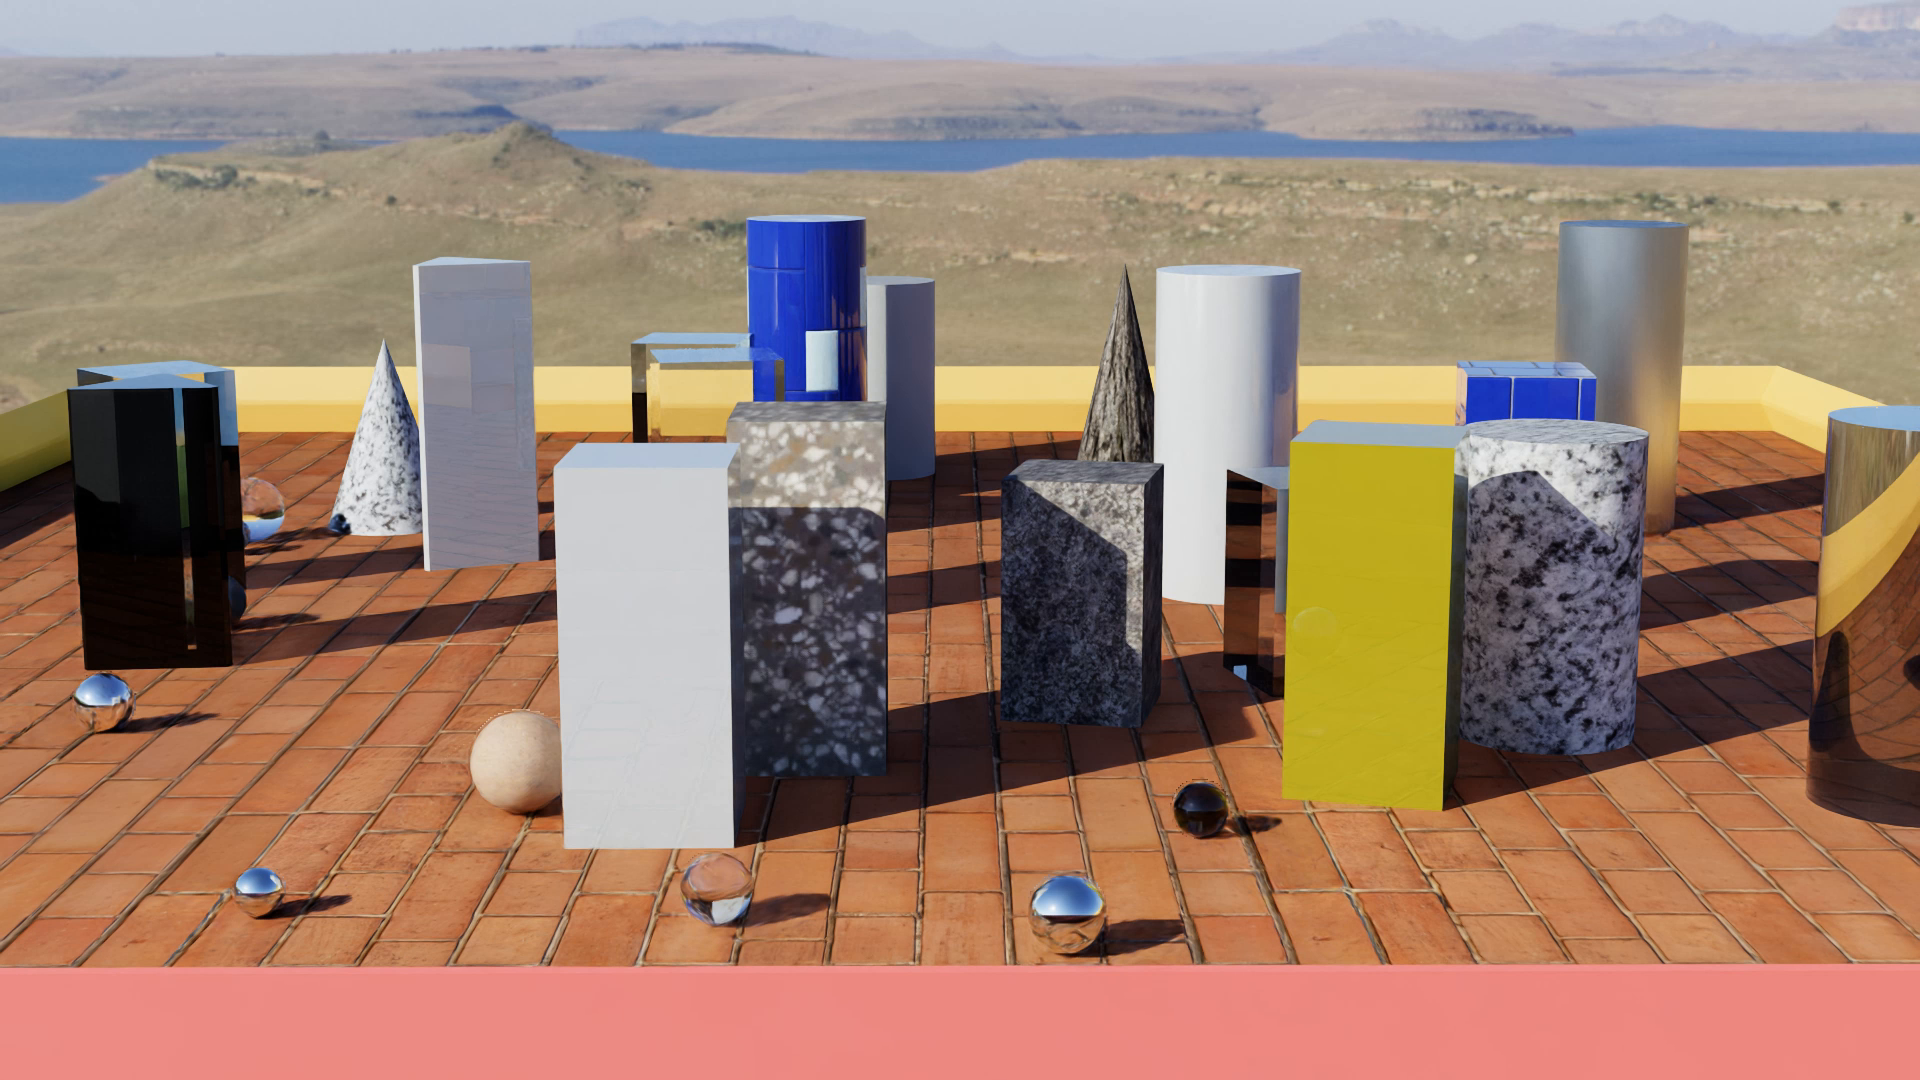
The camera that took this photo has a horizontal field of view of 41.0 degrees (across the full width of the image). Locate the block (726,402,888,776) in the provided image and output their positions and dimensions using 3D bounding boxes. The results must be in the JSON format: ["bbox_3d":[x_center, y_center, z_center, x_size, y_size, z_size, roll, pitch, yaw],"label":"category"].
[{"bbox_3d":[-0.158,0.048,2.709,0.160,0.371,0.160,0,10,-1],"label":"block"}]

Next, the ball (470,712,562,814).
[{"bbox_3d":[-0.433,0.219,2.531,0.100,0.100,0.100,0,10,0],"label":"ball"}]

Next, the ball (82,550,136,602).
[{"bbox_3d":[-1.155,0.048,3.487,0.070,0.070,0.070,0,10,0],"label":"ball"}]

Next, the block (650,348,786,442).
[{"bbox_3d":[-0.319,-0.068,3.382,0.160,0.354,0.160,-2,11,-11],"label":"block"}]

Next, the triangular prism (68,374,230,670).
[{"bbox_3d":[-0.991,-0.026,3.184,0.173,0.345,0.150,-1,11,-7],"label":"triangular prism"}]

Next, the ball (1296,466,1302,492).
[{"bbox_3d":[0.550,-0.104,4.374,0.065,0.065,0.065,0,10,0],"label":"ball"}]

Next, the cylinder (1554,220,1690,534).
[{"bbox_3d":[1.048,-0.263,4.091,0.199,0.480,0.199,0,10,0],"label":"cylinder"}]

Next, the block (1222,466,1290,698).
[{"bbox_3d":[0.421,0.045,3.072,0.160,0.246,0.160,-3,11,-15],"label":"block"}]

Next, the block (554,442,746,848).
[{"bbox_3d":[-0.294,0.098,2.464,0.160,0.363,0.160,0,10,-1],"label":"block"}]

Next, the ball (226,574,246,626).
[{"bbox_3d":[-0.971,0.080,3.357,0.073,0.073,0.073,0,10,0],"label":"ball"}]

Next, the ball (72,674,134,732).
[{"bbox_3d":[-0.948,0.180,2.839,0.065,0.065,0.065,0,10,0],"label":"ball"}]

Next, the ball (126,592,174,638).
[{"bbox_3d":[-1.044,0.097,3.305,0.059,0.059,0.059,0,10,0],"label":"ball"}]

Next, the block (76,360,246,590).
[{"bbox_3d":[-1.119,-0.085,3.598,0.160,0.310,0.160,-9,14,-40],"label":"block"}]

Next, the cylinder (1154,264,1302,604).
[{"bbox_3d":[0.370,-0.150,3.568,0.199,0.449,0.199,0,10,0],"label":"cylinder"}]

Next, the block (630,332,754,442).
[{"bbox_3d":[-0.406,-0.152,3.939,0.160,0.317,0.160,1,11,5],"label":"block"}]

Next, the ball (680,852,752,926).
[{"bbox_3d":[-0.209,0.299,2.202,0.062,0.062,0.062,0,10,0],"label":"ball"}]

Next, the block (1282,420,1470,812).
[{"bbox_3d":[0.423,0.072,2.604,0.160,0.363,0.160,3,11,16],"label":"block"}]

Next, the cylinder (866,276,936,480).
[{"bbox_3d":[-0.145,-0.294,4.628,0.199,0.348,0.199,0,10,0],"label":"cylinder"}]

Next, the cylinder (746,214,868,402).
[{"bbox_3d":[-0.255,-0.300,4.302,0.199,0.477,0.199,0,10,0],"label":"cylinder"}]

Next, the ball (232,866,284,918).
[{"bbox_3d":[-0.608,0.305,2.223,0.043,0.043,0.043,0,10,0],"label":"ball"}]

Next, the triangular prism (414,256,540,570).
[{"bbox_3d":[-0.737,-0.193,3.811,0.173,0.444,0.150,-5,12,-27],"label":"triangular prism"}]

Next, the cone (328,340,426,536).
[{"bbox_3d":[-0.914,-0.173,4.099,0.199,0.301,0.199,0,10,0],"label":"cone"}]

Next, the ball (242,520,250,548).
[{"bbox_3d":[-1.101,-0.007,3.869,0.059,0.059,0.059,0,10,0],"label":"ball"}]

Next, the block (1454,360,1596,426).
[{"bbox_3d":[0.728,-0.053,3.338,0.160,0.342,0.160,1,11,6],"label":"block"}]

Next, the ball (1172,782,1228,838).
[{"bbox_3d":[0.230,0.258,2.452,0.053,0.053,0.053,0,10,0],"label":"ball"}]

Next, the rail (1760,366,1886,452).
[{"bbox_3d":[1.634,0.032,3.458,0.045,0.130,3.494,0,10,0],"label":"rail"}]

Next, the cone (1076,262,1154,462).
[{"bbox_3d":[0.255,-0.221,4.011,0.199,0.427,0.199,0,10,0],"label":"cone"}]

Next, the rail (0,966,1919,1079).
[{"bbox_3d":[0.010,0.347,1.754,3.315,0.130,0.045,0,10,0],"label":"rail"}]

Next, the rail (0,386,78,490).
[{"bbox_3d":[-1.634,0.035,3.439,0.045,0.130,3.494,0,10,0],"label":"rail"}]

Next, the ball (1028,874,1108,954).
[{"bbox_3d":[0.089,0.311,2.129,0.066,0.066,0.066,0,10,0],"label":"ball"}]

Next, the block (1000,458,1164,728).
[{"bbox_3d":[0.141,0.057,2.926,0.160,0.274,0.160,2,11,12],"label":"block"}]

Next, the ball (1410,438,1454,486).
[{"bbox_3d":[0.832,-0.137,4.508,0.082,0.082,0.082,0,10,0],"label":"ball"}]

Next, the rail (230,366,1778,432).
[{"bbox_3d":[-0.010,-0.280,5.143,3.315,0.130,0.045,0,10,0],"label":"rail"}]

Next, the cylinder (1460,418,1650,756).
[{"bbox_3d":[0.645,0.047,2.813,0.199,0.336,0.199,0,10,0],"label":"cylinder"}]

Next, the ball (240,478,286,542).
[{"bbox_3d":[-1.096,-0.047,3.976,0.098,0.098,0.098,0,10,0],"label":"ball"}]

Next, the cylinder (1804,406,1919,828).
[{"bbox_3d":[0.953,0.071,2.543,0.199,0.386,0.199,0,10,0],"label":"cylinder"}]
